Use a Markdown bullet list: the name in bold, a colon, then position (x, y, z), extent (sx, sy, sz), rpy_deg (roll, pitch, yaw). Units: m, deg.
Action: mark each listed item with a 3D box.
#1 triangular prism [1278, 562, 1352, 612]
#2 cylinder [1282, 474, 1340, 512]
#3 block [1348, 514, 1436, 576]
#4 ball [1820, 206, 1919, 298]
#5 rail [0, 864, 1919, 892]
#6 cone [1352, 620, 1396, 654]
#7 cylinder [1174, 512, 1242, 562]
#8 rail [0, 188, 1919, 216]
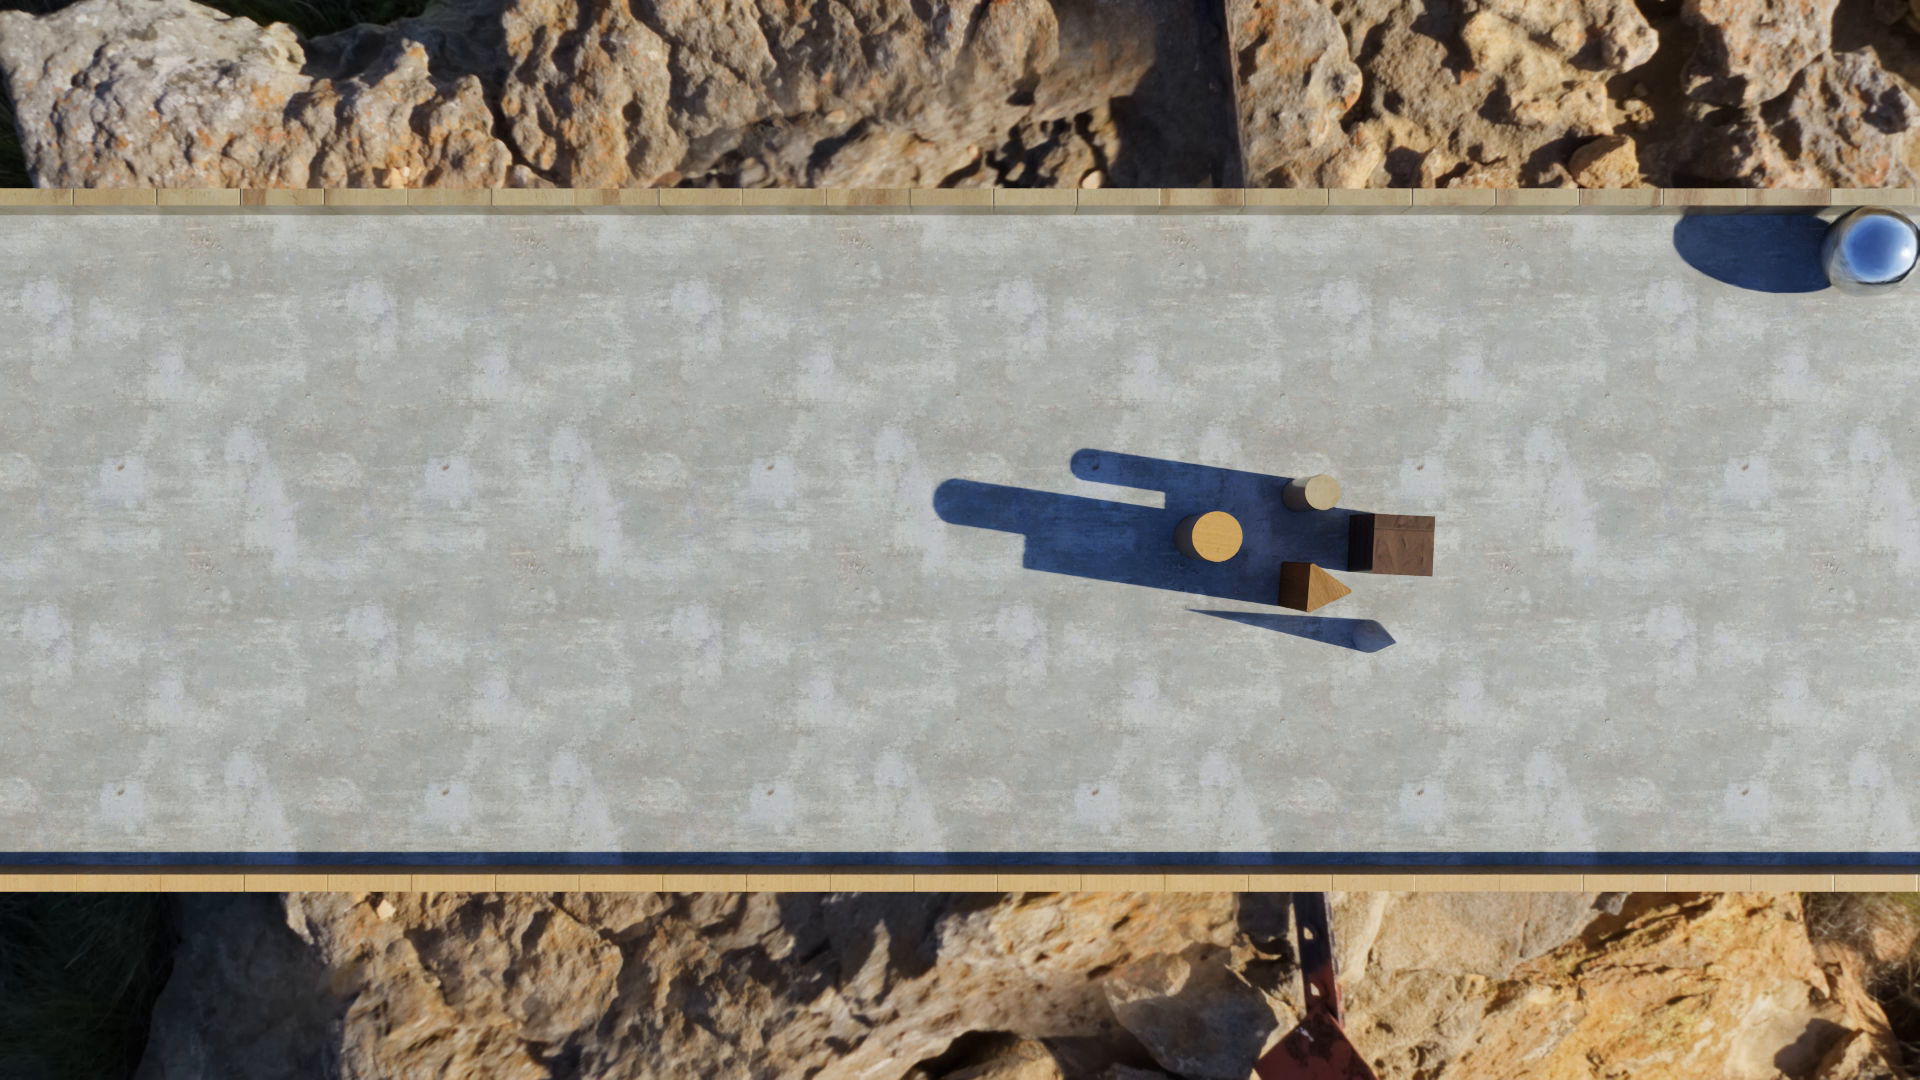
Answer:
- **triangular prism**: position (1.018, 0.120, 4.864), extent (0.137, 0.426, 0.119), rpy_deg (-25, 90, 0)
- **cylinder**: position (1.039, -0.137, 4.900), extent (0.101, 0.352, 0.101), rpy_deg (0, 90, 0)
- **block**: position (1.283, 0.015, 4.922), extent (0.175, 0.308, 0.175), rpy_deg (3, 90, 0)
- **ball**: position (2.728, -0.863, 4.940), extent (0.273, 0.273, 0.273), rpy_deg (0, 90, 0)
- **rail**: position (-2.247, 1.025, 5.001), extent (12.000, 0.150, 0.050), rpy_deg (0, 90, 0)
- **cone**: position (1.261, 0.296, 4.918), extent (0.103, 0.316, 0.103), rpy_deg (0, 90, 0)
- **cylinder**: position (0.729, -0.010, 4.876), extent (0.142, 0.402, 0.142), rpy_deg (0, 90, 0)
- **rail**: position (-2.247, -1.025, 5.002), extent (12.000, 0.150, 0.050), rpy_deg (0, 90, 0)
